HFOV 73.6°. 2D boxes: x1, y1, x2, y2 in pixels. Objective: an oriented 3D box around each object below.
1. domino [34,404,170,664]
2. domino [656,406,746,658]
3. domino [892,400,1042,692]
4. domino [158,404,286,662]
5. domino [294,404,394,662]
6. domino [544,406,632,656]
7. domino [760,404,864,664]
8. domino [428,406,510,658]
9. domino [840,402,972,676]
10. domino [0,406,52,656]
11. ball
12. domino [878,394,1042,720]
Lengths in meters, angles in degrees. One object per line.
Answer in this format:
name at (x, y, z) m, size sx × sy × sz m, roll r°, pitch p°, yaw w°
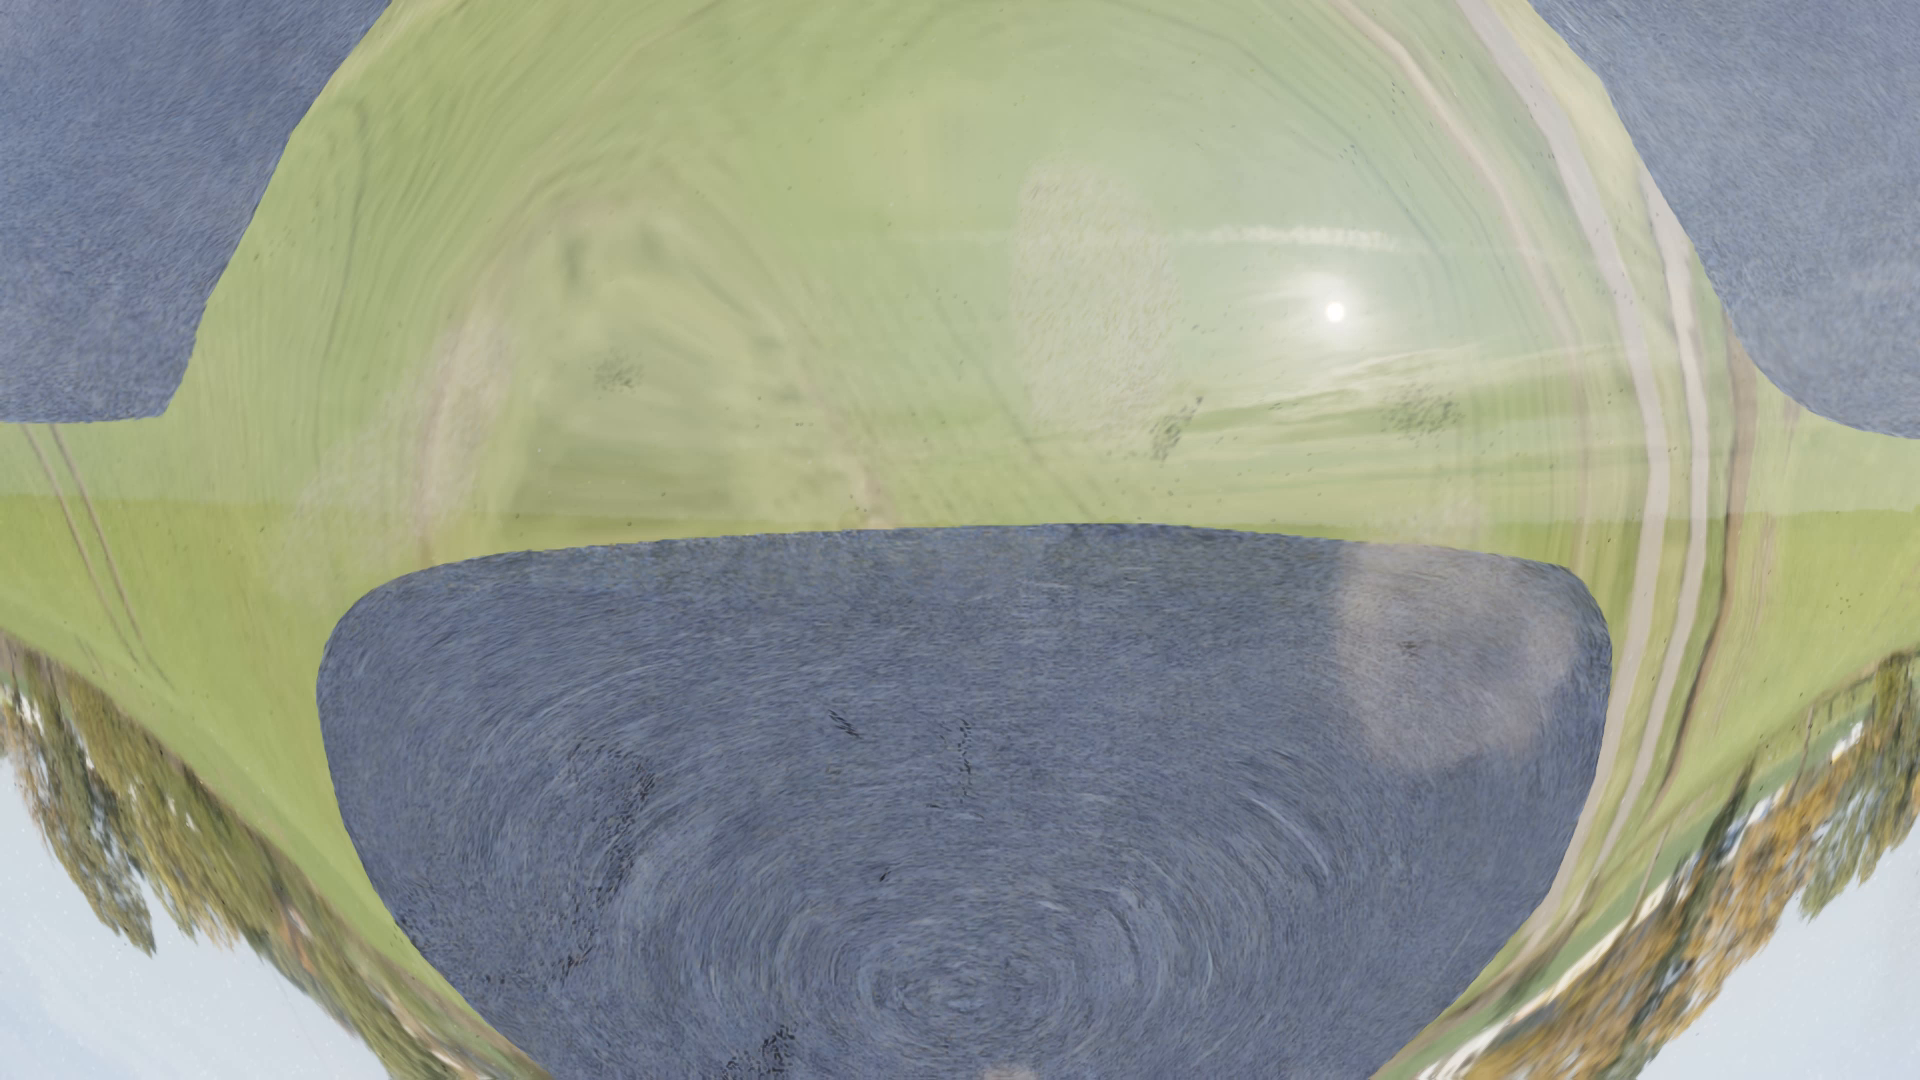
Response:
domino at (-0.173, -0.002, 0.260) m, size 0.010 × 0.050 × 0.025 m, roll 0°, pitch 4°, yaw -3°
domino at (-0.053, -0.002, 0.265) m, size 0.010 × 0.050 × 0.025 m, roll 1°, pitch 4°, yaw 8°
domino at (0.001, 0.001, 0.225) m, size 0.025 × 0.050 × 0.010 m, roll 0°, pitch 4°, yaw -6°
domino at (-0.149, -0.002, 0.261) m, size 0.010 × 0.050 × 0.025 m, roll 0°, pitch 4°, yaw 0°
domino at (-0.125, -0.002, 0.262) m, size 0.010 × 0.050 × 0.025 m, roll -1°, pitch 4°, yaw -7°
domino at (-0.077, -0.003, 0.267) m, size 0.010 × 0.050 × 0.025 m, roll 0°, pitch 4°, yaw 2°
domino at (-0.030, -0.002, 0.259) m, size 0.009 × 0.050 × 0.025 m, roll 2°, pitch 5°, yaw 22°
domino at (-0.101, -0.002, 0.266) m, size 0.010 × 0.050 × 0.025 m, roll -1°, pitch 4°, yaw -8°
domino at (-0.010, -0.001, 0.246) m, size 0.025 × 0.050 × 0.010 m, roll -4°, pitch 6°, yaw -43°
domino at (-0.198, -0.002, 0.259) m, size 0.010 × 0.050 × 0.025 m, roll 0°, pitch 4°, yaw -4°
ball at (0.000, -0.002, 0.056) m, size 0.080 × 0.080 × 0.080 m, roll 0°, pitch 4°, yaw 0°
domino at (0.000, 0.002, 0.201) m, size 0.025 × 0.050 × 0.009 m, roll 0°, pitch 4°, yaw 0°
